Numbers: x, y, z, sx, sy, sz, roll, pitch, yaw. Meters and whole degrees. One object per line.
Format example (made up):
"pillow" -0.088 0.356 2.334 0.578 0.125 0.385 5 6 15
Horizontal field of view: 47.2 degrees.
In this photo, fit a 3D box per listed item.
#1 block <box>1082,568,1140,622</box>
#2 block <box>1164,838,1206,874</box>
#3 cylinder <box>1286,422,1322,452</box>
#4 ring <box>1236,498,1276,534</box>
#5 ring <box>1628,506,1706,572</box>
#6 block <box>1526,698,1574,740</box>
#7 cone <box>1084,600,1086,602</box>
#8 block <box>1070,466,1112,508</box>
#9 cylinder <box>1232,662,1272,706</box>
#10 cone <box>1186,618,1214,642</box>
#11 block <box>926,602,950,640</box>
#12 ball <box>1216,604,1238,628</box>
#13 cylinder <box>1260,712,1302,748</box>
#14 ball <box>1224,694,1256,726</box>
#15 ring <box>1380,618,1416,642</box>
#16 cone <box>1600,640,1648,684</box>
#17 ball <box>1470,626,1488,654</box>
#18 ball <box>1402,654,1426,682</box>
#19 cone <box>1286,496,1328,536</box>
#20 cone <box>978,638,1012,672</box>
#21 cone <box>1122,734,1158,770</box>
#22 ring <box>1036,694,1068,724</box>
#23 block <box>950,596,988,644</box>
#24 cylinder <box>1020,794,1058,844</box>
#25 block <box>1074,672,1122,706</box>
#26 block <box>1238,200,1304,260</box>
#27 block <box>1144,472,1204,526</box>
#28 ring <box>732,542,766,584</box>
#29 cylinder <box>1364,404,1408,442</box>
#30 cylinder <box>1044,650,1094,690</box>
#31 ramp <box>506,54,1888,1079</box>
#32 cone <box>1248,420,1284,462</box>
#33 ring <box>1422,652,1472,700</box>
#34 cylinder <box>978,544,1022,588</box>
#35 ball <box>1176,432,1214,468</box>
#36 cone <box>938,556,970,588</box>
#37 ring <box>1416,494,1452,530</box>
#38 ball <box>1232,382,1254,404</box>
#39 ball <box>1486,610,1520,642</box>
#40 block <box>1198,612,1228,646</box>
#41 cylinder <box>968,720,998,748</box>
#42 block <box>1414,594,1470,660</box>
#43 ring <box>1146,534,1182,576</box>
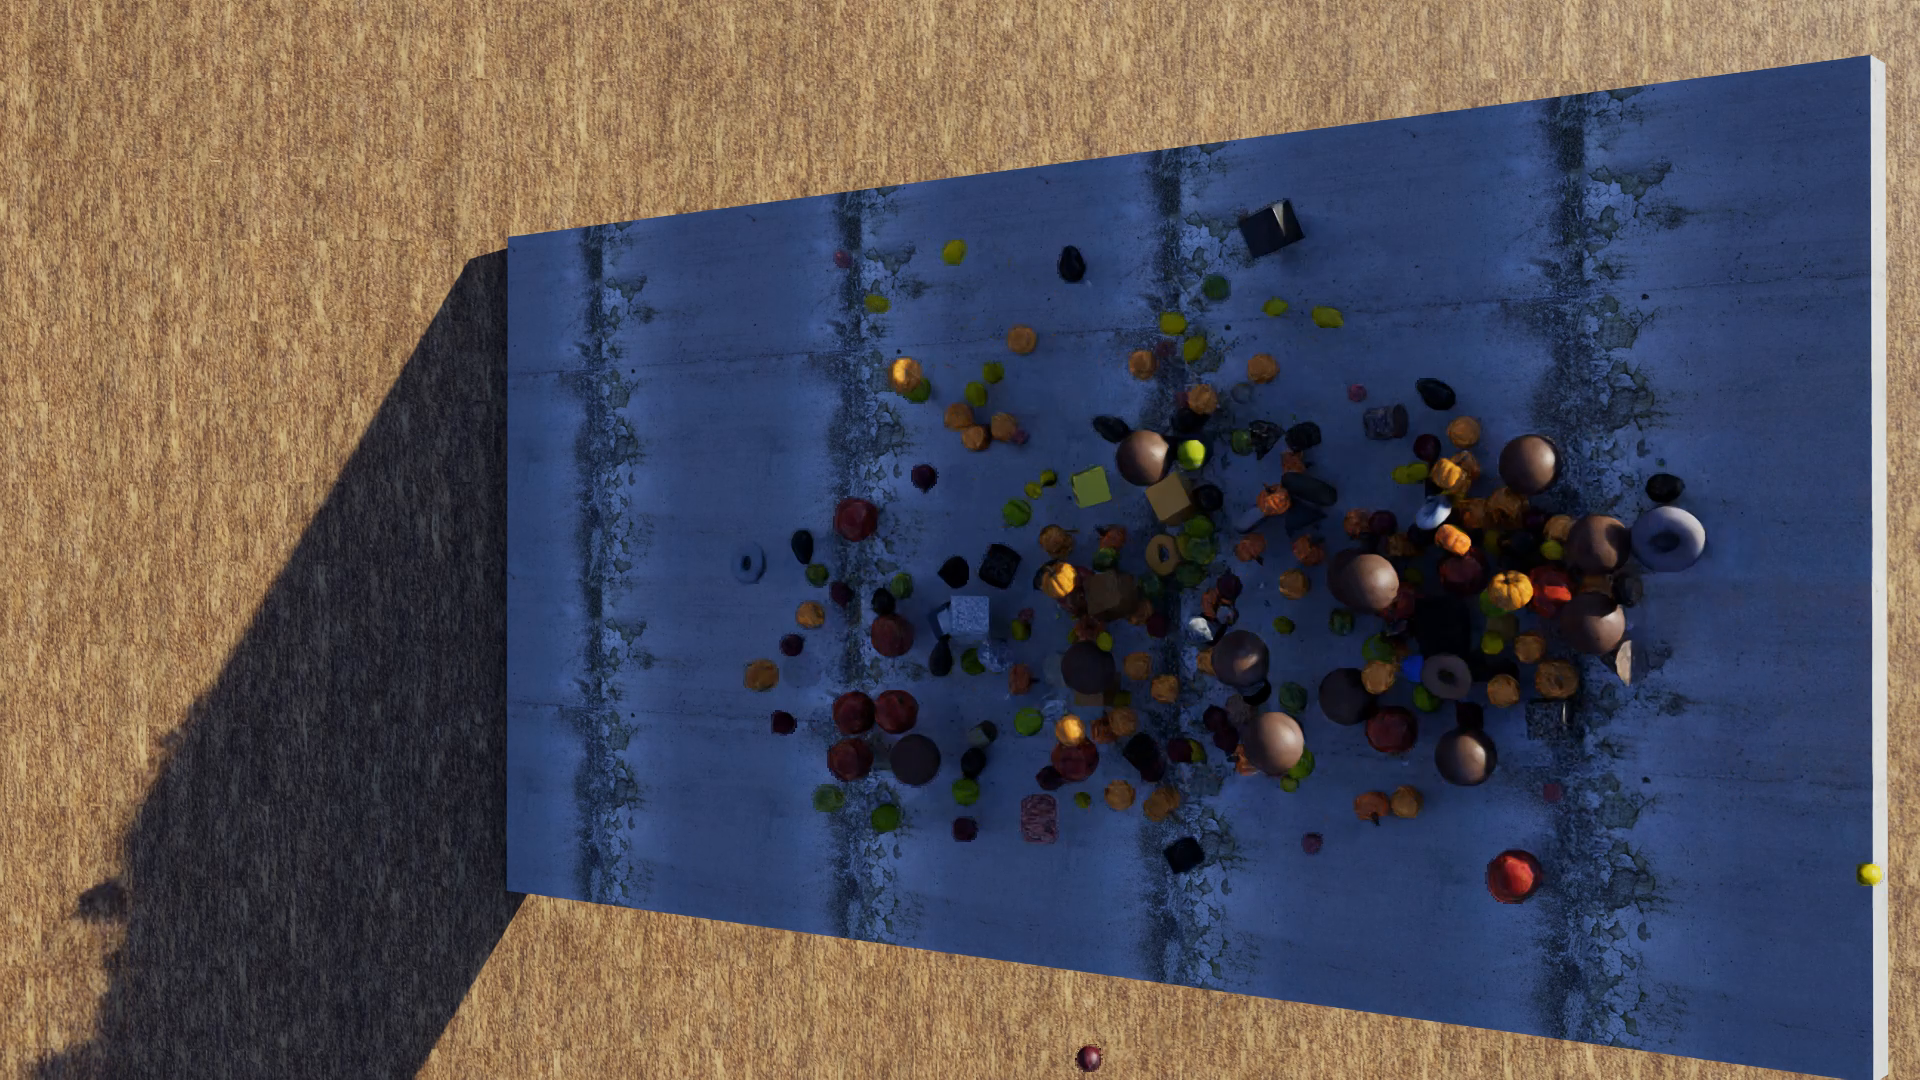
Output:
"block" 0.355 0.130 5.169 0.090 0.090 0.090 -22 66 29
"block" 0.530 0.746 5.199 0.060 0.060 0.060 -41 66 30
"cylinder" 0.780 -0.235 4.998 0.057 0.057 0.057 -21 90 -32
"ring" 0.681 -0.055 5.058 0.112 0.112 0.037 -38 82 0
"ring" 1.437 0.000 4.469 0.150 0.050 0.150 10 124 14
"block" 1.239 0.376 4.620 0.079 0.079 0.079 -3 93 29
"cone" 0.324 0.147 5.352 0.077 0.077 0.077 0 90 38
"block" 0.313 -0.127 5.293 0.077 0.077 0.077 -16 97 -1
"cylinder" 0.671 0.332 5.066 0.070 0.070 0.070 -10 127 -14
"cone" 0.539 0.210 4.838 0.061 0.061 0.061 -18 123 -31
"block" -0.027 0.208 5.628 0.071 0.071 0.071 -36 69 32
"ball" 0.602 0.170 4.953 0.053 0.053 0.053 0 90 0
"cylinder" 0.735 0.434 5.024 0.068 0.068 0.068 20 90 -38
"ball" 0.650 0.392 5.099 0.074 0.074 0.074 0 90 0
"ring" 0.955 0.194 4.760 0.093 0.093 0.031 -14 69 0
"cone" 1.355 0.250 4.548 0.092 0.092 0.092 0 90 -30
"ball" 1.109 0.216 4.753 0.060 0.060 0.060 0 90 0
"ball" 0.991 0.279 4.777 0.062 0.062 0.062 0 90 0
"cone" 0.793 -0.056 5.012 0.093 0.093 0.093 -1 90 15
"cone" 0.099 0.265 5.425 0.090 0.090 0.090 9 120 15
"cone" 0.413 0.511 5.272 0.090 0.090 0.090 0 90 38
"ring" 0.222 0.408 5.317 0.086 0.086 0.029 -36 134 0
"block" 0.022 0.201 5.529 0.093 0.093 0.093 1 67 -4
"cylinder" 0.188 0.659 5.191 0.085 0.085 0.085 -3 116 0
"block" 0.336 0.362 5.339 0.080 0.080 0.080 -3 88 38
"block" 0.712 -0.710 5.031 0.093 0.093 0.093 -22 93 37
"block" 0.507 -0.096 5.195 0.087 0.087 0.087 -32 70 20
"ring" -0.586 0.064 6.084 0.115 0.038 0.115 -2 87 38
"cylinder" 0.944 -0.259 4.876 0.073 0.073 0.073 -6 90 38
"cylinder" 0.267 0.321 5.390 0.086 0.086 0.086 9 90 38
"ramp" 0.225 0.064 5.542 4.000 0.100 2.000 0 90 38
"cone" 0.682 -0.213 4.958 0.083 0.083 0.083 9 118 0
"ring" 1.039 0.291 4.695 0.111 0.037 0.111 14 119 27
"cylinder" 0.100 0.066 5.519 0.083 0.083 0.083 26 107 0
"ball" 0.552 -0.211 5.171 0.086 0.086 0.086 0 90 0
"cone" -0.034 0.083 5.627 0.083 0.083 0.083 0 90 38
"ring" 1.016 -0.059 4.714 0.031 0.094 0.094 42 90 -16
"ball" 0.657 -0.342 5.112 0.052 0.052 0.052 0 90 0
"ball" 1.161 0.184 4.706 0.070 0.070 0.070 0 90 0
"block" 0.584 0.209 5.152 0.052 0.052 0.052 19 111 -22
"cylinder" 0.056 0.493 5.572 0.055 0.055 0.055 -32 90 33
"block" 1.033 0.188 4.705 0.097 0.097 0.097 -7 53 22
"ring" 0.487 0.036 5.254 0.101 0.034 0.101 0 89 37
